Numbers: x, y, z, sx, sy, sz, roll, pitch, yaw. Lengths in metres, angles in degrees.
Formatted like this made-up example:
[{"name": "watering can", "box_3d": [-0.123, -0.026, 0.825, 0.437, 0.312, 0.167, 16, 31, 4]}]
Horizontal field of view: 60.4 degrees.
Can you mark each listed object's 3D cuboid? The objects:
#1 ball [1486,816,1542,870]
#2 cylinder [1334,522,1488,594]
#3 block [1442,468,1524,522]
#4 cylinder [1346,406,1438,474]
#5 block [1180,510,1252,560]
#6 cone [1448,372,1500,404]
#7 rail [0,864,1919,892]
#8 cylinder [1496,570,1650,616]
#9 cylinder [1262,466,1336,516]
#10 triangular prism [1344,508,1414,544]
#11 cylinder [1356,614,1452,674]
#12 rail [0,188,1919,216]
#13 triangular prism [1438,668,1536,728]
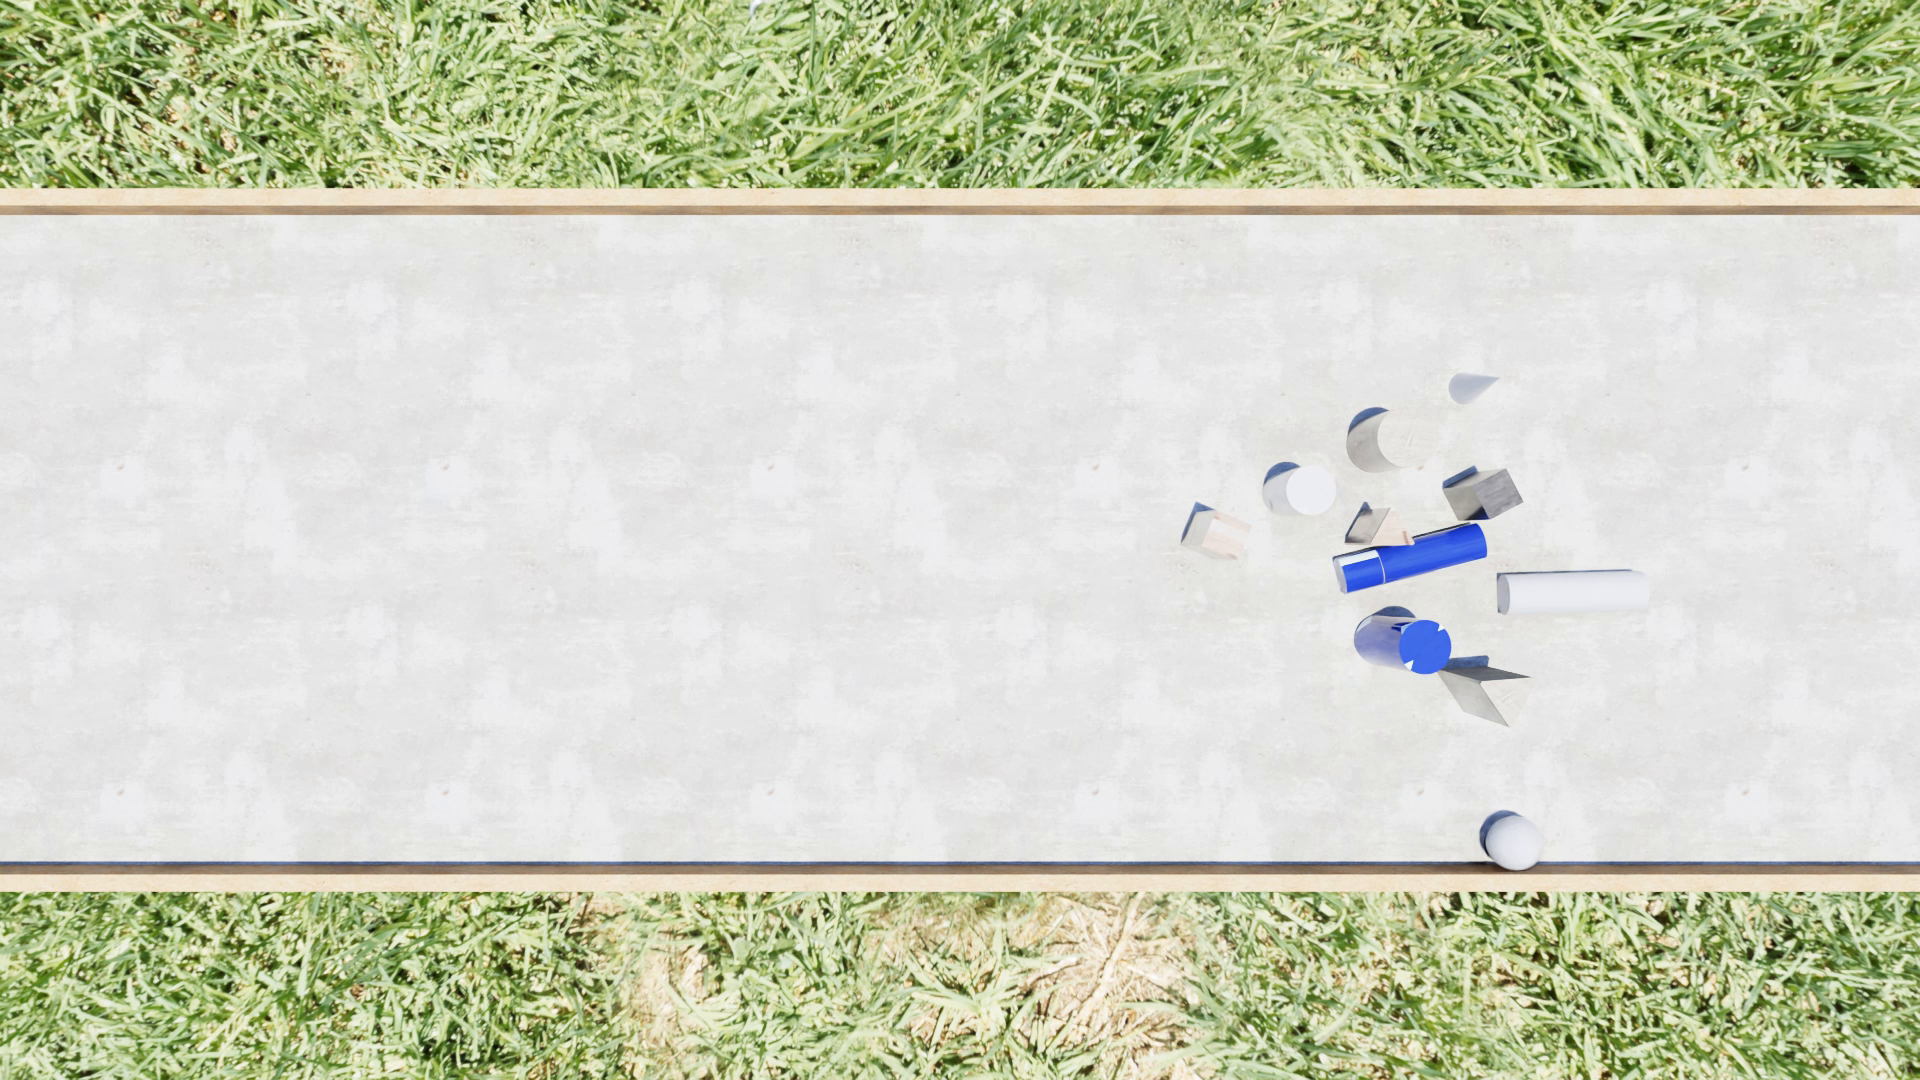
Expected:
[{"name": "ball", "box_3d": [1.678, 0.918, 4.995, 0.164, 0.164, 0.164, 0, 90, 0]}, {"name": "cylinder", "box_3d": [1.370, 0.057, 5.020, 0.438, 0.114, 0.114, -14, 90, 0]}, {"name": "block", "box_3d": [1.557, -0.133, 4.925, 0.112, 0.303, 0.112, -27, 90, 0]}, {"name": "cylinder", "box_3d": [1.275, -0.293, 4.885, 0.174, 0.383, 0.174, 0, 90, 0]}, {"name": "block", "box_3d": [0.749, -0.013, 4.850, 0.109, 0.453, 0.109, 23, 90, 0]}, {"name": "cone", "box_3d": [1.554, -0.467, 4.908, 0.102, 0.337, 0.102, 0, 90, 0]}, {"name": "rail", "box_3d": [-2.247, 1.025, 5.001, 12.000, 0.150, 0.050, 0, 90, 0]}, {"name": "cylinder", "box_3d": [1.862, 0.161, 5.015, 0.418, 0.124, 0.124, -2, 90, 0]}, {"name": "cylinder", "box_3d": [1.000, -0.142, 4.886, 0.142, 0.381, 0.142, 0, 90, 0]}, {"name": "triangular prism", "box_3d": [1.244, -0.041, 4.910, 0.123, 0.332, 0.107, 0, 90, 0]}, {"name": "cylinder", "box_3d": [1.312, 0.307, 4.897, 0.158, 0.342, 0.158, 0, 90, -7]}, {"name": "rail", "box_3d": [-2.247, -1.025, 5.002, 12.000, 0.150, 0.050, 0, 90, 0]}, {"name": "triangular prism", "box_3d": [1.567, 0.429, 4.863, 0.134, 0.428, 0.154, -34, 90, 0]}]
